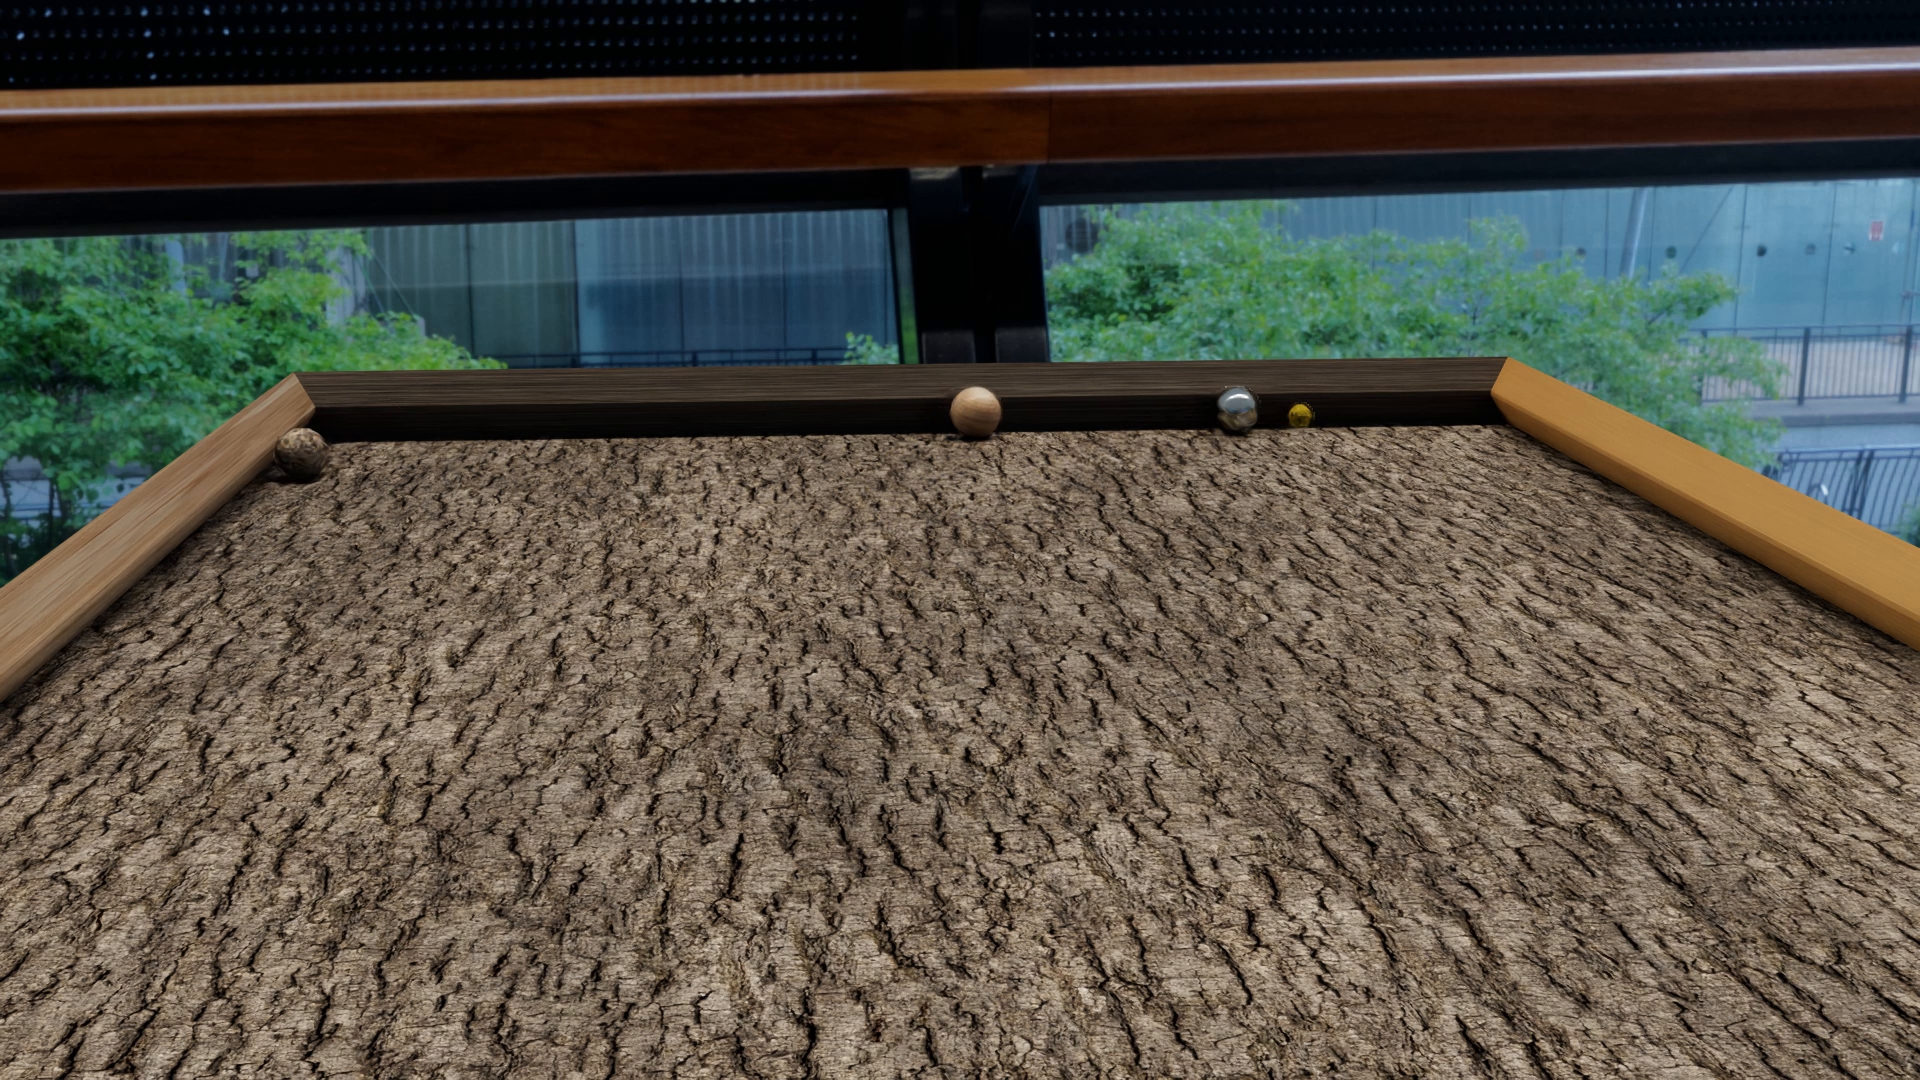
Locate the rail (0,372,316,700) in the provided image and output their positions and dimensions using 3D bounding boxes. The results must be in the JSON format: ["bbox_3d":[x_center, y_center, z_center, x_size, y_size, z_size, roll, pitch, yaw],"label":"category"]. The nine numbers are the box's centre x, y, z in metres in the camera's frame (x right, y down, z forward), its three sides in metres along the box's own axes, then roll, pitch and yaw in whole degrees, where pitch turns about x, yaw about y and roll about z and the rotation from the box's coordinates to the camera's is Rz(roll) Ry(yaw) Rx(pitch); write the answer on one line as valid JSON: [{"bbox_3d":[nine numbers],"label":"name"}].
[{"bbox_3d":[-0.997,0.235,1.933,0.045,0.119,4.119,-1,13,-5],"label":"rail"}]

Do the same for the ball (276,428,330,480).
[{"bbox_3d":[-1.074,-0.142,3.593,0.084,0.084,0.084,0,13,0],"label":"ball"}]

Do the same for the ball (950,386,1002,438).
[{"bbox_3d":[0.028,-0.229,3.939,0.092,0.092,0.092,0,13,0],"label":"ball"}]

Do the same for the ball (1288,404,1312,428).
[{"bbox_3d":[0.624,-0.227,4.034,0.044,0.044,0.044,0,13,0],"label":"ball"}]

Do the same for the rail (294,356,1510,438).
[{"bbox_3d":[-0.082,-0.256,3.992,2.217,0.119,0.045,-1,13,-5],"label":"rail"}]

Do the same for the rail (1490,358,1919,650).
[{"bbox_3d":[1.165,0.194,2.105,0.045,0.119,4.119,-1,13,-5],"label":"rail"}]

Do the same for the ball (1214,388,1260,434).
[{"bbox_3d":[0.500,-0.235,3.984,0.083,0.083,0.083,0,13,0],"label":"ball"}]
